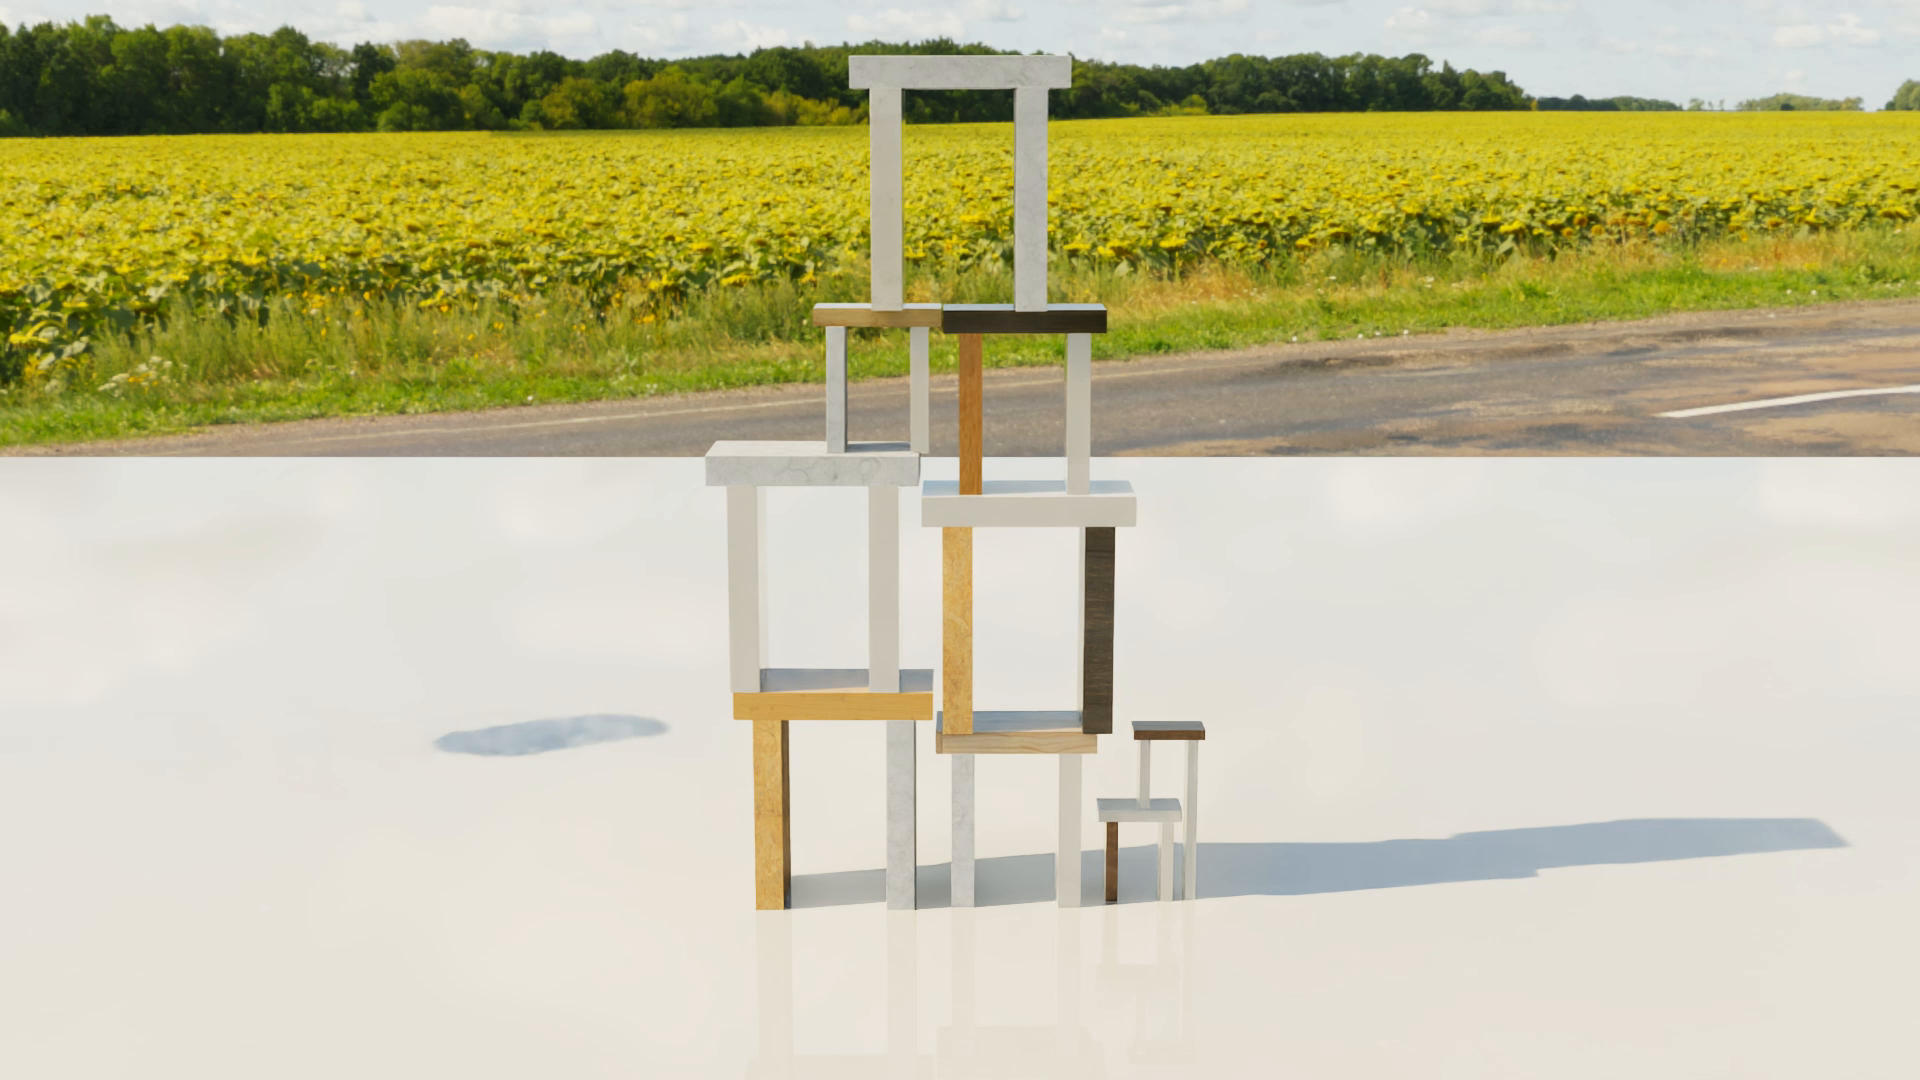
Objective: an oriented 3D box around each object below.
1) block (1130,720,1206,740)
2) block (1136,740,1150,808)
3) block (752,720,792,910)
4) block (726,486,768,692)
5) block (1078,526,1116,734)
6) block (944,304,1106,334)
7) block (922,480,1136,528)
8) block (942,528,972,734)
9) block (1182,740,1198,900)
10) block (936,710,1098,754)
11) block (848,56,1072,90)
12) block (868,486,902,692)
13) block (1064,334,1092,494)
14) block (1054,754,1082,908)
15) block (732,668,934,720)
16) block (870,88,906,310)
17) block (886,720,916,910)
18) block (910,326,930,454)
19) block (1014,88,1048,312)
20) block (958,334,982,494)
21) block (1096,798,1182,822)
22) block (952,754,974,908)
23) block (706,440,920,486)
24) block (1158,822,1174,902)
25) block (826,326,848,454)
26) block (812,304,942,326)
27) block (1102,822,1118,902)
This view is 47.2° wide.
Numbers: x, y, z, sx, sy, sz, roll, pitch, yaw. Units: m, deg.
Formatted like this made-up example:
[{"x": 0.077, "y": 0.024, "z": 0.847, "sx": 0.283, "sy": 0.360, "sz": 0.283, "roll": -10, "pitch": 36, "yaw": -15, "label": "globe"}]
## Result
[{"x": 0.342, "y": 0.313, "z": 3.618, "sx": 0.117, "sy": 0.017, "sz": 0.059, "roll": 0, "pitch": 11, "yaw": 0, "label": "block"}, {"x": 0.303, "y": 0.379, "z": 3.630, "sx": 0.017, "sy": 0.117, "sz": 0.059, "roll": 0, "pitch": 11, "yaw": 0, "label": "block"}, {"x": -0.311, "y": 0.432, "z": 3.641, "sx": 0.045, "sy": 0.320, "sz": 0.160, "roll": 0, "pitch": 11, "yaw": 0, "label": "block"}, {"x": -0.344, "y": 0.064, "z": 3.575, "sx": 0.048, "sy": 0.336, "sz": 0.168, "roll": 0, "pitch": 11, "yaw": 0, "label": "block"}, {"x": 0.221, "y": 0.130, "z": 3.587, "sx": 0.048, "sy": 0.338, "sz": 0.169, "roll": 0, "pitch": 11, "yaw": 0, "label": "block"}, {"x": 0.102, "y": -0.353, "z": 3.497, "sx": 0.256, "sy": 0.036, "sz": 0.128, "roll": 0, "pitch": 11, "yaw": 0, "label": "block"}, {"x": 0.109, "y": -0.060, "z": 3.551, "sx": 0.338, "sy": 0.048, "sz": 0.169, "roll": 0, "pitch": 11, "yaw": 0, "label": "block"}, {"x": -0.004, "y": 0.130, "z": 3.586, "sx": 0.048, "sy": 0.338, "sz": 0.169, "roll": 0, "pitch": 11, "yaw": 0, "label": "block"}, {"x": 0.381, "y": 0.456, "z": 3.644, "sx": 0.017, "sy": 0.273, "sz": 0.059, "roll": 0, "pitch": 11, "yaw": 0, "label": "block"}, {"x": 0.092, "y": 0.315, "z": 3.616, "sx": 0.261, "sy": 0.037, "sz": 0.131, "roll": 0, "pitch": 11, "yaw": 0, "label": "block"}, {"x": -0.001, "y": -0.726, "z": 3.418, "sx": 0.338, "sy": 0.048, "sz": 0.169, "roll": 0, "pitch": 11, "yaw": -1, "label": "block"}, {"x": -0.121, "y": 0.065, "z": 3.577, "sx": 0.048, "sy": 0.336, "sz": 0.168, "roll": 0, "pitch": 11, "yaw": 0, "label": "block"}, {"x": 0.188, "y": -0.209, "z": 3.524, "sx": 0.036, "sy": 0.256, "sz": 0.128, "roll": 0, "pitch": 11, "yaw": 1, "label": "block"}, {"x": 0.179, "y": 0.462, "z": 3.643, "sx": 0.037, "sy": 0.261, "sz": 0.131, "roll": 0, "pitch": 11, "yaw": 0, "label": "block"}, {"x": -0.204, "y": 0.252, "z": 3.608, "sx": 0.320, "sy": 0.045, "sz": 0.160, "roll": 0, "pitch": 11, "yaw": 0, "label": "block"}, {"x": -0.112, "y": -0.536, "z": 3.453, "sx": 0.048, "sy": 0.337, "sz": 0.169, "roll": 0, "pitch": 11, "yaw": 1, "label": "block"}, {"x": -0.097, "y": 0.432, "z": 3.641, "sx": 0.045, "sy": 0.320, "sz": 0.160, "roll": 0, "pitch": 10, "yaw": 0, "label": "block"}, {"x": -0.064, "y": -0.245, "z": 3.514, "sx": 0.028, "sy": 0.201, "sz": 0.100, "roll": 0, "pitch": 11, "yaw": 0, "label": "block"}, {"x": 0.111, "y": -0.536, "z": 3.457, "sx": 0.048, "sy": 0.340, "sz": 0.169, "roll": 0, "pitch": 11, "yaw": 0, "label": "block"}, {"x": 0.017, "y": -0.209, "z": 3.524, "sx": 0.036, "sy": 0.256, "sz": 0.128, "roll": 0, "pitch": 11, "yaw": 0, "label": "block"}, {"x": 0.296, "y": 0.447, "z": 3.639, "sx": 0.137, "sy": 0.019, "sz": 0.068, "roll": 0, "pitch": 11, "yaw": 0, "label": "block"}, {"x": 0.005, "y": 0.462, "z": 3.643, "sx": 0.037, "sy": 0.261, "sz": 0.131, "roll": 0, "pitch": 10, "yaw": 0, "label": "block"}, {"x": -0.233, "y": -0.124, "z": 3.539, "sx": 0.336, "sy": 0.048, "sz": 0.168, "roll": 0, "pitch": 11, "yaw": 0, "label": "block"}, {"x": 0.341, "y": 0.523, "z": 3.653, "sx": 0.019, "sy": 0.137, "sz": 0.068, "roll": 0, "pitch": 11, "yaw": 0, "label": "block"}, {"x": -0.196, "y": -0.245, "z": 3.514, "sx": 0.028, "sy": 0.201, "sz": 0.100, "roll": 0, "pitch": 11, "yaw": 0, "label": "block"}, {"x": -0.130, "y": -0.358, "z": 3.493, "sx": 0.201, "sy": 0.028, "sz": 0.100, "roll": 0, "pitch": 11, "yaw": 0, "label": "block"}, {"x": 0.250, "y": 0.523, "z": 3.653, "sx": 0.019, "sy": 0.137, "sz": 0.068, "roll": 0, "pitch": 11, "yaw": 0, "label": "block"}]
